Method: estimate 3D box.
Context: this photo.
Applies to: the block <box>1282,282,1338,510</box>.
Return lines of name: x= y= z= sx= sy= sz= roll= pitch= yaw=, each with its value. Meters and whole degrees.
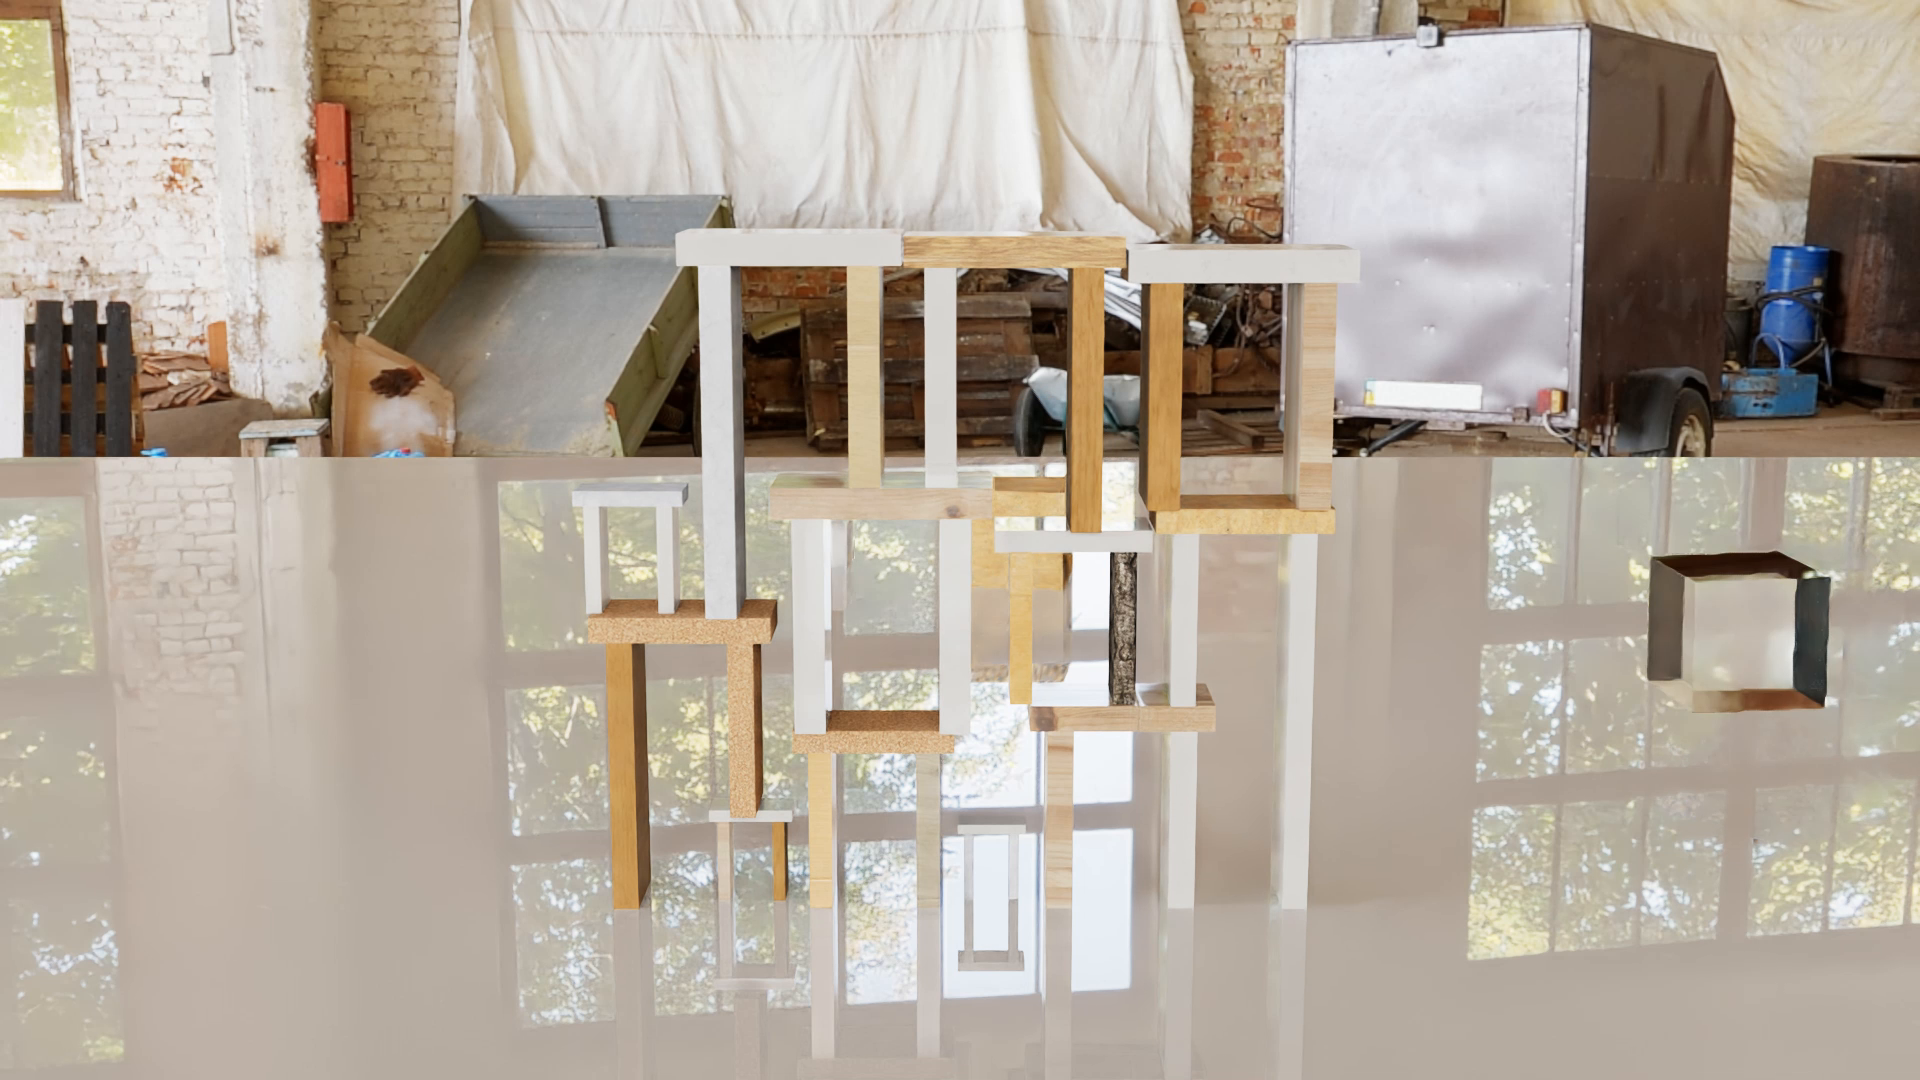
block: x=0.558 y=-0.238 z=3.516 sx=0.050 sy=0.356 sz=0.178 roll=0 pitch=11 yaw=0

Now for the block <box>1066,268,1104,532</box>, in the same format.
block: x=0.199 y=-0.231 z=3.520 sx=0.049 sy=0.416 sz=0.172 roll=0 pitch=11 yaw=0

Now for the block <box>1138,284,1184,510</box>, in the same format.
block: x=0.320 y=-0.238 z=3.516 sx=0.050 sy=0.356 sz=0.178 roll=0 pitch=11 yaw=0

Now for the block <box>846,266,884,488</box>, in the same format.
block: x=-0.149 y=-0.268 z=3.513 sx=0.049 sy=0.347 sz=0.174 roll=0 pitch=11 yaw=0

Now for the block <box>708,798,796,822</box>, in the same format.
block: x=-0.344 y=0.447 z=3.642 sx=0.136 sy=0.019 sz=0.068 roll=0 pitch=10 yaw=0

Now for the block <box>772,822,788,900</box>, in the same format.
block: x=-0.298 y=0.523 z=3.656 sx=0.019 sy=0.136 sz=0.068 roll=0 pitch=11 yaw=0

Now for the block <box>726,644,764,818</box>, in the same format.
block: x=-0.352 y=0.295 z=3.612 sx=0.041 sy=0.291 sz=0.145 roll=0 pitch=10 yaw=0

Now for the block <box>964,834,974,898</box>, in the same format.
block: x=0.015 y=0.535 z=3.662 sx=0.016 sy=0.112 sz=0.056 roll=0 pitch=11 yaw=0

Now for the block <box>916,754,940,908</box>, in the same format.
block: x=-0.052 y=0.462 z=3.643 sx=0.037 sy=0.262 sz=0.131 roll=0 pitch=11 yaw=0

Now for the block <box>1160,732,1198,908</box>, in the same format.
block: x=0.362 y=0.442 z=3.646 sx=0.042 sy=0.299 sz=0.149 roll=0 pitch=11 yaw=0

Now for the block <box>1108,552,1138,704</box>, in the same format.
block: x=0.265 y=0.131 z=3.586 sx=0.035 sy=0.250 sz=0.125 roll=0 pitch=11 yaw=0

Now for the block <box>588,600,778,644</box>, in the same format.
block: x=-0.448 y=0.132 z=3.582 sx=0.291 sy=0.041 sz=0.145 roll=0 pitch=11 yaw=0

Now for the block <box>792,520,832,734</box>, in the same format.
block: x=-0.240 y=0.124 z=3.584 sx=0.050 sy=0.350 sz=0.175 roll=0 pitch=11 yaw=0

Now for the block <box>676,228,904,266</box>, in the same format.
block: x=-0.264 y=-0.464 z=3.478 sx=0.347 sy=0.049 sz=0.174 roll=0 pitch=11 yaw=0

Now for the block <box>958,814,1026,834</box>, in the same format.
block: x=0.052 y=0.472 z=3.650 sx=0.112 sy=0.016 sz=0.056 roll=0 pitch=11 yaw=0

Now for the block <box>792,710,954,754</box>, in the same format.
block: x=-0.140 y=0.315 z=3.615 sx=0.262 sy=0.037 sz=0.131 roll=0 pitch=11 yaw=0

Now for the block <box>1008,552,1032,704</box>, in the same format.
block: x=0.098 y=0.131 z=3.586 sx=0.035 sy=0.250 sz=0.125 roll=0 pitch=11 yaw=0

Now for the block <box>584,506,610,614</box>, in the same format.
block: x=-0.589 y=0.025 z=3.566 sx=0.025 sy=0.175 sz=0.087 roll=0 pitch=11 yaw=0

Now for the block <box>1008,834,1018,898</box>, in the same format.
block: x=0.089 y=0.535 z=3.662 sx=0.016 sy=0.112 sz=0.056 roll=0 pitch=11 yaw=0

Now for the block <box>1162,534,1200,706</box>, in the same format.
block: x=0.358 y=0.116 z=3.577 sx=0.040 sy=0.283 sz=0.141 roll=0 pitch=11 yaw=0

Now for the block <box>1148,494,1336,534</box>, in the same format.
block: x=0.452 y=-0.042 z=3.547 sx=0.283 sy=0.040 sz=0.141 roll=0 pitch=11 yaw=0

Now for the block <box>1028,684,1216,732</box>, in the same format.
block: x=0.262 y=0.275 z=3.615 sx=0.299 sy=0.042 sz=0.149 roll=0 pitch=11 yaw=0

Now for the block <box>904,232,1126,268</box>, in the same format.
block: x=0.085 y=-0.460 z=3.479 sx=0.344 sy=0.049 sz=0.172 roll=0 pitch=11 yaw=0

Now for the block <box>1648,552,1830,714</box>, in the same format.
block: x=1.737 y=0.203 z=4.923 sx=0.293 sy=0.293 sz=0.293 roll=-2 pitch=11 yaw=-1

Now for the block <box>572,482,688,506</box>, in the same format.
block: x=-0.531 y=-0.073 z=3.548 sx=0.175 sy=0.025 sz=0.087 roll=0 pitch=11 yaw=0

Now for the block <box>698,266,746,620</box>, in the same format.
block: x=-0.380 y=-0.165 z=3.534 sx=0.049 sy=0.559 sz=0.174 roll=0 pitch=11 yaw=0

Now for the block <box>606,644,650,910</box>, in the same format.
block: x=-0.546 y=0.371 z=3.626 sx=0.041 sy=0.446 sz=0.145 roll=0 pitch=11 yaw=0

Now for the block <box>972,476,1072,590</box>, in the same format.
block: x=0.172 y=-0.023 z=6.226 sx=0.273 sy=0.273 sz=0.273 roll=2 pitch=11 yaw=8

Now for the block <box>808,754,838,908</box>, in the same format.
block: x=-0.227 y=0.462 z=3.642 sx=0.037 sy=0.262 sz=0.131 roll=0 pitch=11 yaw=0

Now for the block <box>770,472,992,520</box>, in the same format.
block: x=-0.123 y=-0.073 z=3.546 sx=0.350 sy=0.050 sz=0.175 roll=0 pitch=11 yaw=0

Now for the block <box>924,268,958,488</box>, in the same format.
block: x=-0.029 y=-0.267 z=3.514 sx=0.049 sy=0.344 sz=0.172 roll=0 pitch=11 yaw=1

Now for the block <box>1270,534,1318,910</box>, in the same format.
block: x=0.547 y=0.284 z=3.608 sx=0.040 sy=0.624 sz=0.141 roll=0 pitch=11 yaw=0

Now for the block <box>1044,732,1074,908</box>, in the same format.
block: x=0.163 y=0.442 z=3.646 sx=0.042 sy=0.299 sz=0.149 roll=0 pitch=11 yaw=0

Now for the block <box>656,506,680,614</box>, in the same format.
block: x=-0.472 y=0.025 z=3.567 sx=0.025 sy=0.175 sz=0.087 roll=0 pitch=11 yaw=0

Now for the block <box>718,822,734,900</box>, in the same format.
block: x=-0.389 y=0.523 z=3.656 sx=0.019 sy=0.136 sz=0.068 roll=0 pitch=11 yaw=0

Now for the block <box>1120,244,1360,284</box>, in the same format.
block: x=0.439 y=-0.438 z=3.479 sx=0.356 sy=0.050 sz=0.178 roll=0 pitch=11 yaw=0

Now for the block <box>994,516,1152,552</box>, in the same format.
block: x=0.181 y=-0.009 z=3.560 sx=0.250 sy=0.035 sz=0.125 roll=0 pitch=11 yaw=0

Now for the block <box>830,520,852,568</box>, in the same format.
block: x=-0.389 y=0.005 z=6.467 sx=0.128 sy=0.128 sz=0.128 roll=1 pitch=11 yaw=5

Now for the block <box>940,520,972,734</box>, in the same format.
block: x=-0.007 y=0.124 z=3.582 sx=0.050 sy=0.350 sz=0.175 roll=0 pitch=11 yaw=0
